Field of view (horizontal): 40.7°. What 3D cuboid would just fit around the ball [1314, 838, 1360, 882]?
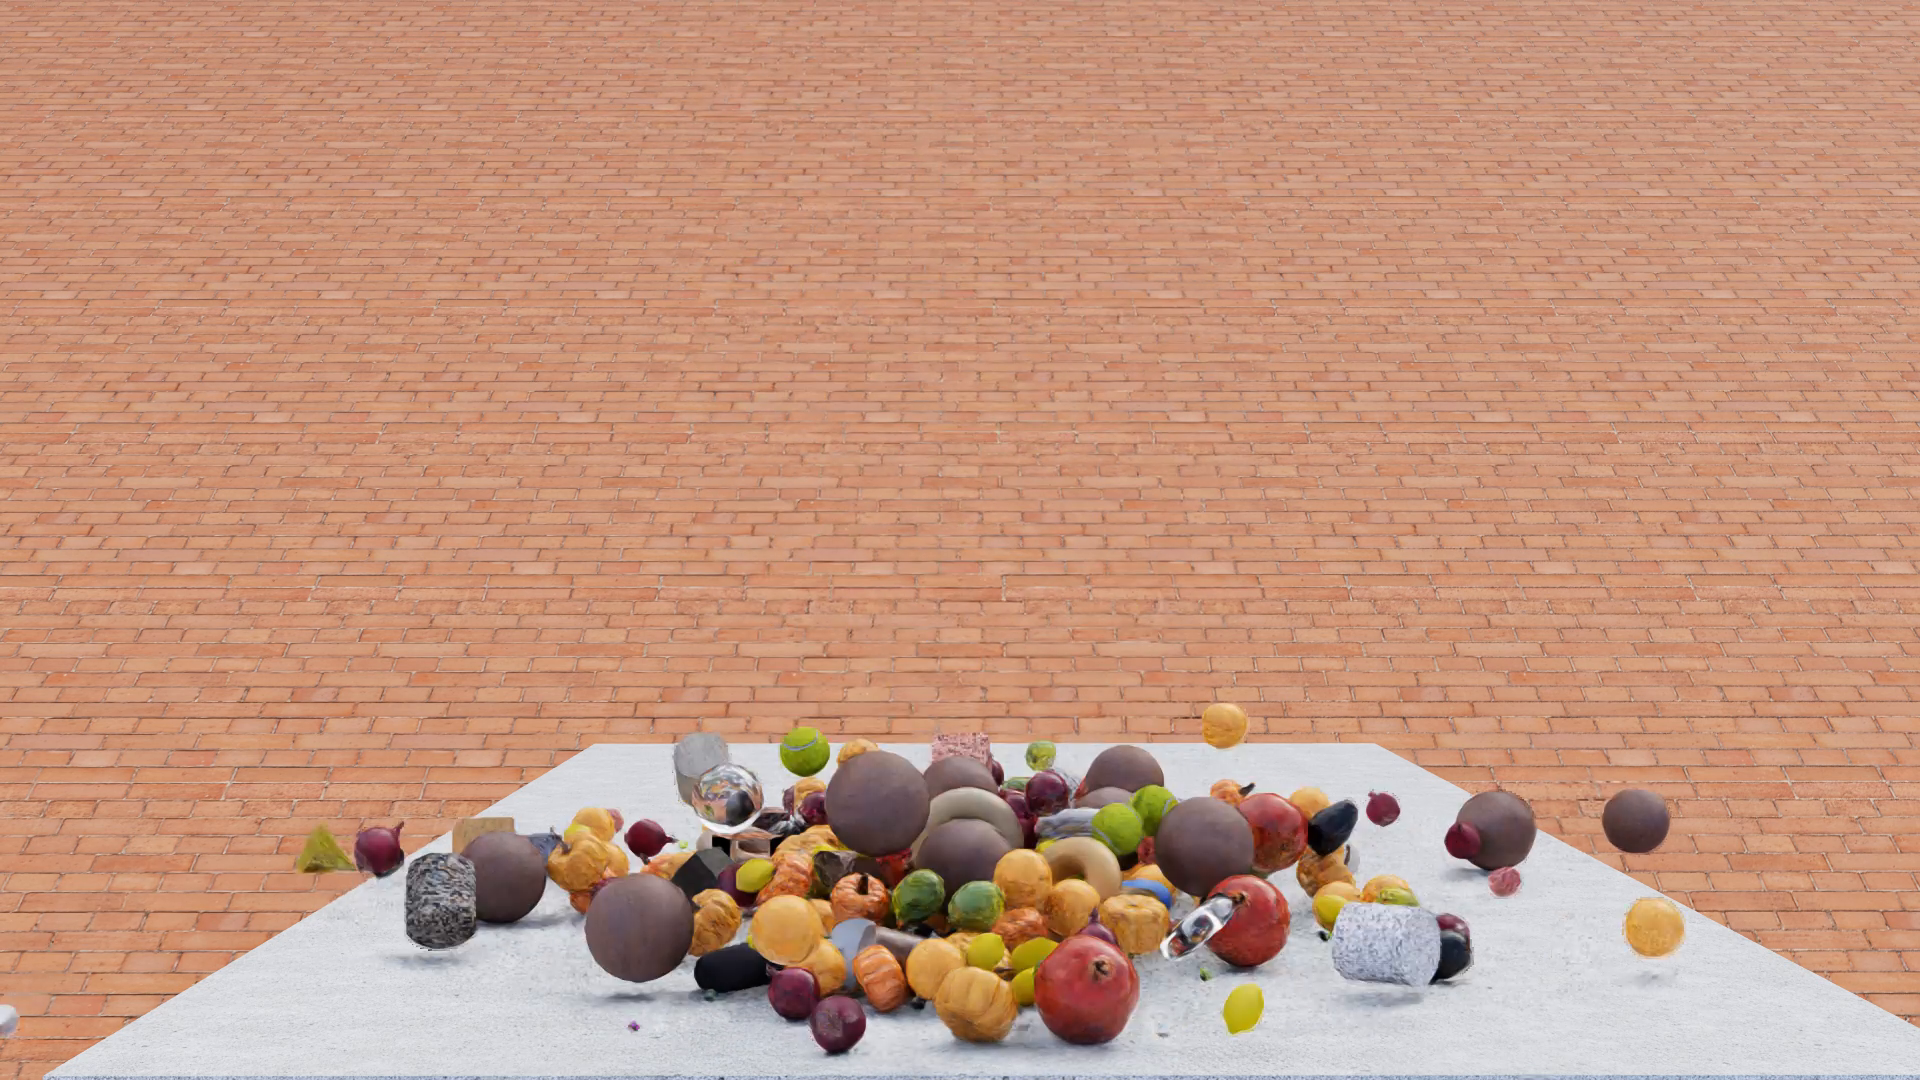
[{"bbox_3d":[0.592,0.502,4.059,0.070,0.070,0.070,0,29,0],"label":"ball"}]

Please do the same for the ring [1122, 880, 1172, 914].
[{"bbox_3d":[0.226,0.499,3.516,0.126,0.126,0.042,-7,62,-12],"label":"ring"}]

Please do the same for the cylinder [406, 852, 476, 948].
[{"bbox_3d":[-0.674,0.468,3.361,0.089,0.089,0.089,-4,46,-7],"label":"cylinder"}]

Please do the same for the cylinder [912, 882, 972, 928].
[{"bbox_3d":[-0.024,0.487,3.516,0.060,0.060,0.060,-33,33,2],"label":"cylinder"}]

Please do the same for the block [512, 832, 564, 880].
[{"bbox_3d":[-0.676,0.502,4.113,0.065,0.065,0.065,0,-3,-36],"label":"block"}]

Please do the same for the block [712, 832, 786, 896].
[{"bbox_3d":[-0.323,0.495,3.956,0.085,0.085,0.085,0,0,-33],"label":"block"}]

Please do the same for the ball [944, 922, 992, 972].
[{"bbox_3d":[0.010,0.510,3.243,0.062,0.062,0.062,0,29,0],"label":"ball"}]

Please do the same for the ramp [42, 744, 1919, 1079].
[{"bbox_3d":[0.065,0.584,4.631,2.000,0.100,4.000,0,0,0],"label":"ramp"}]

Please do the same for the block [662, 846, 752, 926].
[{"bbox_3d":[-0.345,0.472,3.534,0.071,0.071,0.071,47,17,15],"label":"block"}]

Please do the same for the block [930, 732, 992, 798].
[{"bbox_3d":[0.003,0.377,4.212,0.088,0.088,0.088,-2,32,6],"label":"block"}]

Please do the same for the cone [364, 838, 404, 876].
[{"bbox_3d":[-0.921,0.517,4.104,0.065,0.065,0.065,0,20,0],"label":"cone"}]

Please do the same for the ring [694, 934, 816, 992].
[{"bbox_3d":[-0.246,0.509,3.105,0.148,0.049,0.148,-12,-6,-1],"label":"ring"}]

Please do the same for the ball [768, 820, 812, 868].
[{"bbox_3d":[-0.281,0.497,4.237,0.077,0.077,0.077,0,29,0],"label":"ball"}]

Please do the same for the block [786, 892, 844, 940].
[{"bbox_3d":[-0.193,0.507,3.477,0.054,0.054,0.054,-16,-7,26],"label":"block"}]

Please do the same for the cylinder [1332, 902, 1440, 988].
[{"bbox_3d":[0.506,0.479,3.068,0.094,0.094,0.094,-1,23,39],"label":"cylinder"}]

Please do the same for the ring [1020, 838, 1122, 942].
[{"bbox_3d":[0.141,0.443,3.276,0.142,0.047,0.142,-21,49,26],"label":"ring"}]

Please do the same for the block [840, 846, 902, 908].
[{"bbox_3d":[-0.137,0.495,3.789,0.061,0.061,0.061,0,48,42],"label":"block"}]

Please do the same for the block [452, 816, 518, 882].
[{"bbox_3d":[-0.742,0.484,4.033,0.083,0.083,0.083,0,70,-22],"label":"block"}]

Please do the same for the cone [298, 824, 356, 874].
[{"bbox_3d":[-0.949,0.485,3.919,0.080,0.080,0.080,30,21,-22],"label":"cone"}]

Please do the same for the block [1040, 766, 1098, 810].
[{"bbox_3d":[0.205,0.477,4.873,0.065,0.065,0.065,28,2,-29],"label":"block"}]

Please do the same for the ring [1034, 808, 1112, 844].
[{"bbox_3d":[0.153,0.385,3.484,0.106,0.035,0.106,-5,-16,-1],"label":"ring"}]

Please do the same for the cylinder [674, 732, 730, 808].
[{"bbox_3d":[-0.342,0.308,3.446,0.074,0.074,0.074,0,51,0],"label":"cylinder"}]

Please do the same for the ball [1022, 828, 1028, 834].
[{"bbox_3d":[0.083,0.494,4.070,0.086,0.086,0.086,0,29,0],"label":"ball"}]

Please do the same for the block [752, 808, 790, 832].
[{"bbox_3d":[-0.334,0.494,4.324,0.083,0.083,0.083,0,0,-18],"label":"block"}]

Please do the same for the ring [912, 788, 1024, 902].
[{"bbox_3d":[0.010,0.397,3.378,0.149,0.149,0.050,4,-10,6],"label":"ring"}]

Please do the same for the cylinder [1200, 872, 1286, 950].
[{"bbox_3d":[0.376,0.494,3.442,0.091,0.091,0.091,-6,1,-11],"label":"cylinder"}]

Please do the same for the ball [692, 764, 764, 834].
[{"bbox_3d":[-0.297,0.331,3.310,0.091,0.091,0.091,0,29,0],"label":"ball"}]

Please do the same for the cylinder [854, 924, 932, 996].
[{"bbox_3d":[-0.079,0.496,3.054,0.071,0.071,0.071,16,25,-16],"label":"cylinder"}]

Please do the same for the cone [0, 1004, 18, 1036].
[{"bbox_3d":[-1.617,0.814,4.359,0.054,0.054,0.054,-9,3,-16],"label":"cone"}]

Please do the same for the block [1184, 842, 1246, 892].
[{"bbox_3d":[0.391,0.503,3.966,0.068,0.068,0.068,-1,-1,44],"label":"block"}]

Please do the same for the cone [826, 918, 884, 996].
[{"bbox_3d":[-0.139,0.520,3.125,0.097,0.097,0.097,16,55,-25],"label":"cone"}]

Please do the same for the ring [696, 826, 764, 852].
[{"bbox_3d":[-0.350,0.498,4.126,0.144,0.048,0.144,11,19,-4],"label":"ring"}]

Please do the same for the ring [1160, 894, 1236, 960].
[{"bbox_3d":[0.283,0.460,3.075,0.035,0.106,0.106,50,46,9],"label":"ring"}]

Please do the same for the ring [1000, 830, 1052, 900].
[{"bbox_3d":[0.108,0.466,3.725,0.135,0.135,0.045,-14,49,-24],"label":"ring"}]

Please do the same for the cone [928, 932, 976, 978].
[{"bbox_3d":[-0.009,0.502,3.086,0.059,0.059,0.059,10,30,6],"label":"cone"}]

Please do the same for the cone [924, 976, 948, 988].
[{"bbox_3d":[-0.043,0.528,3.135,0.063,0.063,0.063,27,32,0],"label":"cone"}]

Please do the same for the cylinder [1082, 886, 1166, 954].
[{"bbox_3d":[0.211,0.497,3.397,0.085,0.085,0.085,-20,10,-32],"label":"cylinder"}]

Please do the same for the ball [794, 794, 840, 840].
[{"bbox_3d":[-0.254,0.493,4.593,0.081,0.081,0.081,0,29,0],"label":"ball"}]

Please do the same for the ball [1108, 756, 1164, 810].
[{"bbox_3d":[0.308,0.426,4.536,0.096,0.096,0.096,0,29,0],"label":"ball"}]

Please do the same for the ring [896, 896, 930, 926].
[{"bbox_3d":[-0.042,0.510,3.591,0.095,0.095,0.032,-10,69,-17],"label":"ring"}]
